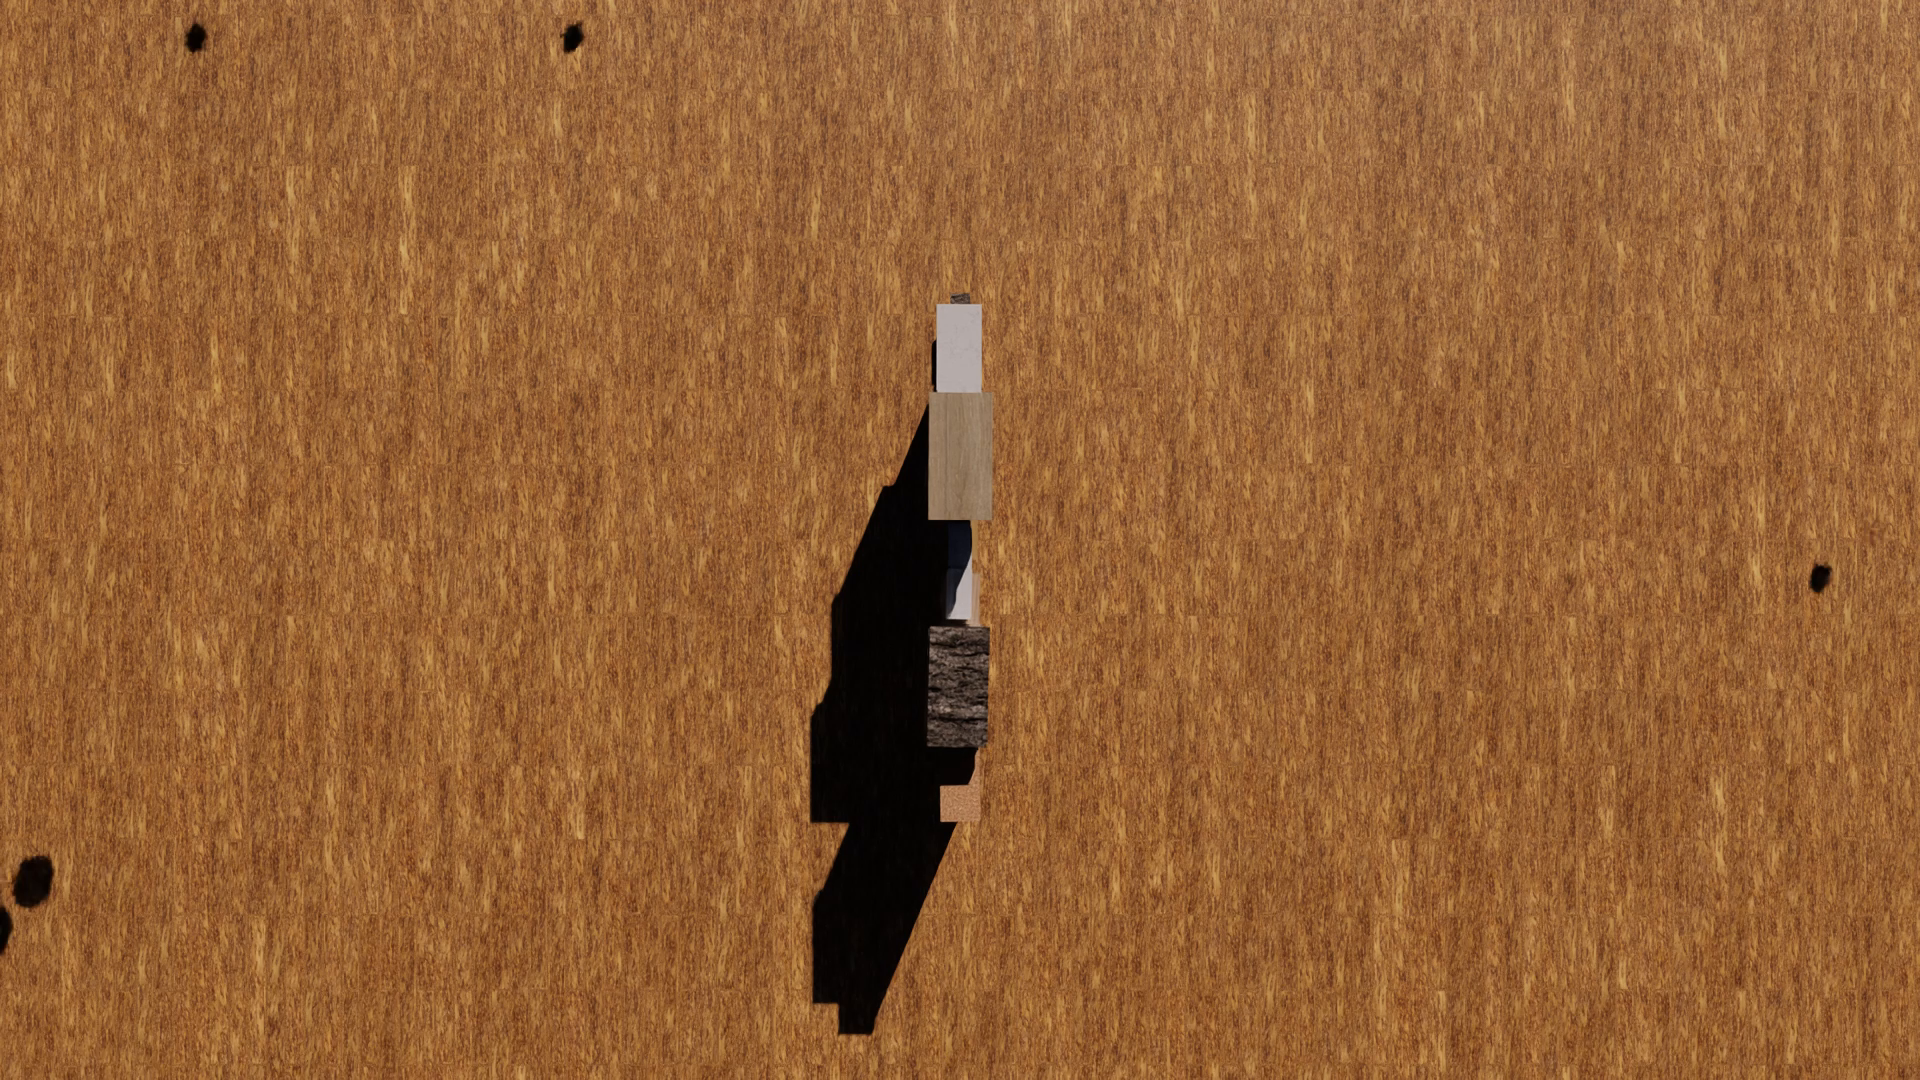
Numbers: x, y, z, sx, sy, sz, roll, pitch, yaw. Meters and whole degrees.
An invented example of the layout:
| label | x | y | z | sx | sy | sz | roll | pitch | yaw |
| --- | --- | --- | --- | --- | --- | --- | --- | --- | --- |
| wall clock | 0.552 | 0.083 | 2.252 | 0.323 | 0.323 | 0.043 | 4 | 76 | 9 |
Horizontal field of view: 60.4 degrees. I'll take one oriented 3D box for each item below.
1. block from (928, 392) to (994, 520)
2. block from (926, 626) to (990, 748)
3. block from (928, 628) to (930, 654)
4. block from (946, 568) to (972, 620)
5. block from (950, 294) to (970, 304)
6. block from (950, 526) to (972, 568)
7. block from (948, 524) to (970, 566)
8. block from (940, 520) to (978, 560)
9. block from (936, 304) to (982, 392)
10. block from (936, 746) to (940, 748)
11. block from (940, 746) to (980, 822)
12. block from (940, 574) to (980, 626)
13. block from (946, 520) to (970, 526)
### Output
| label | x | y | z | sx | sy | sz | roll | pitch | yaw |
| --- | --- | --- | --- | --- | --- | --- | --- | --- | --- |
| block | 0.002 | -0.231 | 4.576 | 0.176 | 0.050 | 0.352 | 0 | 90 | 0 |
| block | -0.004 | 0.407 | 4.591 | 0.167 | 0.047 | 0.333 | 2 | 92 | 0 |
| block | -0.011 | 0.294 | 4.800 | 0.166 | 0.375 | 0.047 | 1 | 91 | -1 |
| block | -0.003 | 0.158 | 4.835 | 0.074 | 0.021 | 0.149 | 1 | 90 | 0 |
| block | 0.001 | -0.735 | 5.361 | 0.065 | 0.018 | 0.130 | 0 | 90 | 0 |
| block | 0.003 | 0.028 | 5.084 | 0.068 | 0.019 | 0.136 | 0 | 90 | 0 |
| block | -0.002 | 0.014 | 4.938 | 0.064 | 0.018 | 0.128 | 0 | 90 | 0 |
| block | -0.005 | -0.054 | 5.247 | 0.118 | 0.034 | 0.237 | 0 | 90 | 0 |
| block | -0.003 | -0.540 | 4.681 | 0.127 | 0.036 | 0.254 | 0 | 90 | 0 |
| block | -0.003 | 0.488 | 4.973 | 0.139 | 0.039 | 0.277 | 0 | 91 | 0 |
| block | -0.001 | 0.689 | 4.711 | 0.113 | 0.032 | 0.226 | -1 | 89 | 0 |
| block | -0.001 | 0.223 | 5.011 | 0.120 | 0.034 | 0.240 | 1 | 90 | 0 |
| block | -0.005 | -0.119 | 5.073 | 0.073 | 0.021 | 0.147 | 0 | 90 | 0 |
